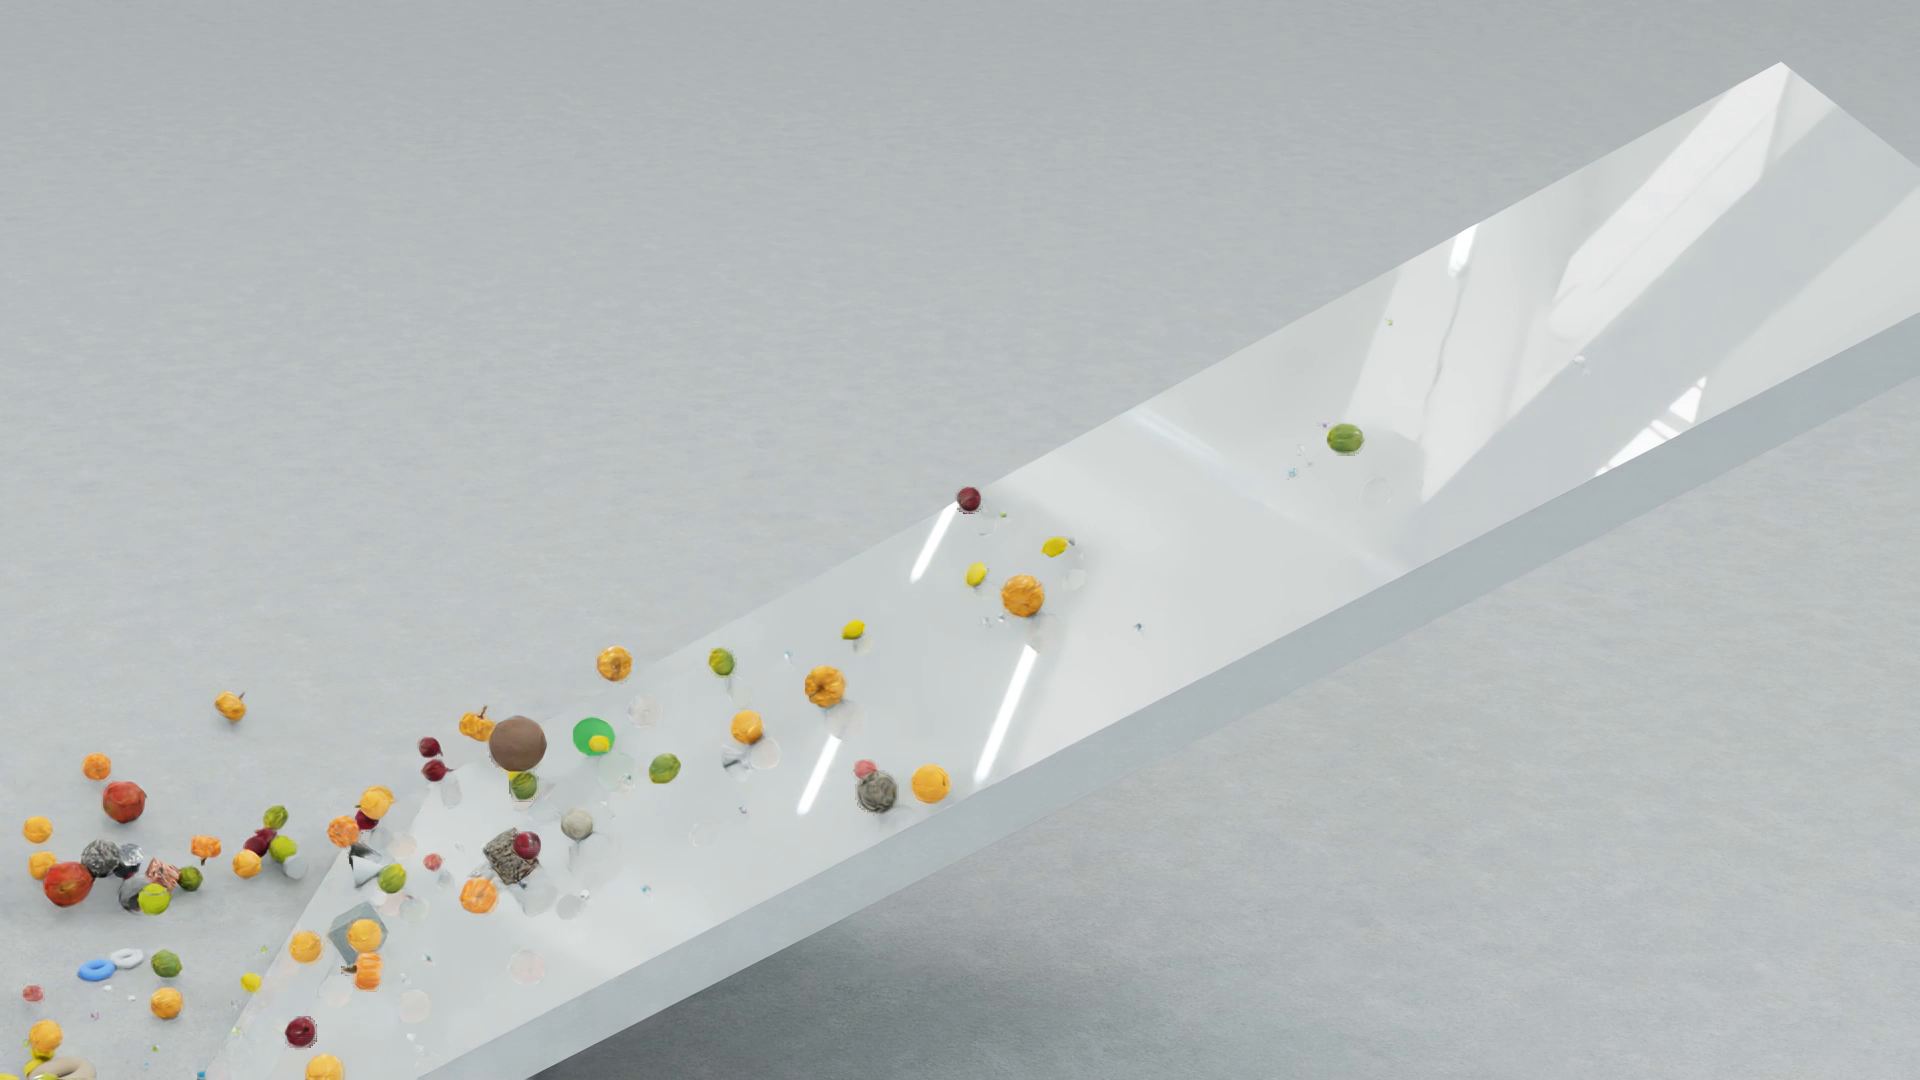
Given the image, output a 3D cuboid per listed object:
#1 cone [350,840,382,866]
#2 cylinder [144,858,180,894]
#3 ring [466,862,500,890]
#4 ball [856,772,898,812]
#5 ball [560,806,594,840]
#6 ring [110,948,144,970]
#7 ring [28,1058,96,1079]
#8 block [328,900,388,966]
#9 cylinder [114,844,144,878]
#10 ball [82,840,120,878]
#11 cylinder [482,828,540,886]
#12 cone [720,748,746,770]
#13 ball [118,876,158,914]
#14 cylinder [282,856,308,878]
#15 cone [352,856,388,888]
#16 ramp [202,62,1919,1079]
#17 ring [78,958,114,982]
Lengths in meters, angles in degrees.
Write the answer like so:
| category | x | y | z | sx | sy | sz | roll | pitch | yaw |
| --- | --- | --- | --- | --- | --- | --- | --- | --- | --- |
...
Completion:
| category | x | y | z | sx | sy | sz | roll | pitch | yaw |
| --- | --- | --- | --- | --- | --- | --- | --- | --- | --- |
| cone | -1.443 | 0.771 | 7.187 | 0.072 | 0.072 | 0.072 | 2 | 18 | 16 |
| cylinder | -2.005 | 0.845 | 7.382 | 0.071 | 0.071 | 0.071 | 27 | 11 | -19 |
| ring | -1.049 | 0.739 | 6.505 | 0.095 | 0.032 | 0.095 | -28 | 15 | 8 |
| ball | -0.155 | 0.472 | 5.505 | 0.076 | 0.076 | 0.076 | 0 | 18 | 0 |
| ball | -0.834 | 0.616 | 6.400 | 0.072 | 0.072 | 0.072 | 0 | 18 | 0 |
| ring | -1.994 | 1.002 | 7.037 | 0.081 | 0.027 | 0.081 | 0 | 18 | 0 |
| ring | -1.973 | 1.183 | 6.459 | 0.148 | 0.049 | 0.148 | -3 | 17 | 1 |
| block | -1.335 | 0.871 | 6.522 | 0.088 | 0.088 | 0.088 | -29 | 14 | 7 |
| cylinder | -2.100 | 0.810 | 7.420 | 0.066 | 0.066 | 0.066 | 16 | 47 | -18 |
| ball | -2.145 | 0.795 | 7.342 | 0.095 | 0.095 | 0.095 | 0 | 18 | 0 |
| cylinder | -0.979 | 0.690 | 6.409 | 0.089 | 0.089 | 0.089 | -29 | 14 | 8 |
| cone | -0.479 | 0.462 | 6.298 | 0.054 | 0.054 | 0.054 | -20 | 12 | 19 |
| ball | -2.041 | 0.880 | 7.298 | 0.094 | 0.094 | 0.094 | 0 | 18 | 0 |
| cylinder | -1.689 | 0.831 | 7.476 | 0.053 | 0.053 | 0.053 | -9 | 6 | -25 |
| cone | -1.413 | 0.790 | 7.054 | 0.082 | 0.082 | 0.082 | -6 | 19 | -12 |
| ramp | 0.142 | 0.168 | 6.284 | 4.000 | 0.100 | 2.000 | -28 | 15 | 12 |
| ring | -2.050 | 1.021 | 6.981 | 0.084 | 0.028 | 0.084 | -1 | 19 | 0 |
